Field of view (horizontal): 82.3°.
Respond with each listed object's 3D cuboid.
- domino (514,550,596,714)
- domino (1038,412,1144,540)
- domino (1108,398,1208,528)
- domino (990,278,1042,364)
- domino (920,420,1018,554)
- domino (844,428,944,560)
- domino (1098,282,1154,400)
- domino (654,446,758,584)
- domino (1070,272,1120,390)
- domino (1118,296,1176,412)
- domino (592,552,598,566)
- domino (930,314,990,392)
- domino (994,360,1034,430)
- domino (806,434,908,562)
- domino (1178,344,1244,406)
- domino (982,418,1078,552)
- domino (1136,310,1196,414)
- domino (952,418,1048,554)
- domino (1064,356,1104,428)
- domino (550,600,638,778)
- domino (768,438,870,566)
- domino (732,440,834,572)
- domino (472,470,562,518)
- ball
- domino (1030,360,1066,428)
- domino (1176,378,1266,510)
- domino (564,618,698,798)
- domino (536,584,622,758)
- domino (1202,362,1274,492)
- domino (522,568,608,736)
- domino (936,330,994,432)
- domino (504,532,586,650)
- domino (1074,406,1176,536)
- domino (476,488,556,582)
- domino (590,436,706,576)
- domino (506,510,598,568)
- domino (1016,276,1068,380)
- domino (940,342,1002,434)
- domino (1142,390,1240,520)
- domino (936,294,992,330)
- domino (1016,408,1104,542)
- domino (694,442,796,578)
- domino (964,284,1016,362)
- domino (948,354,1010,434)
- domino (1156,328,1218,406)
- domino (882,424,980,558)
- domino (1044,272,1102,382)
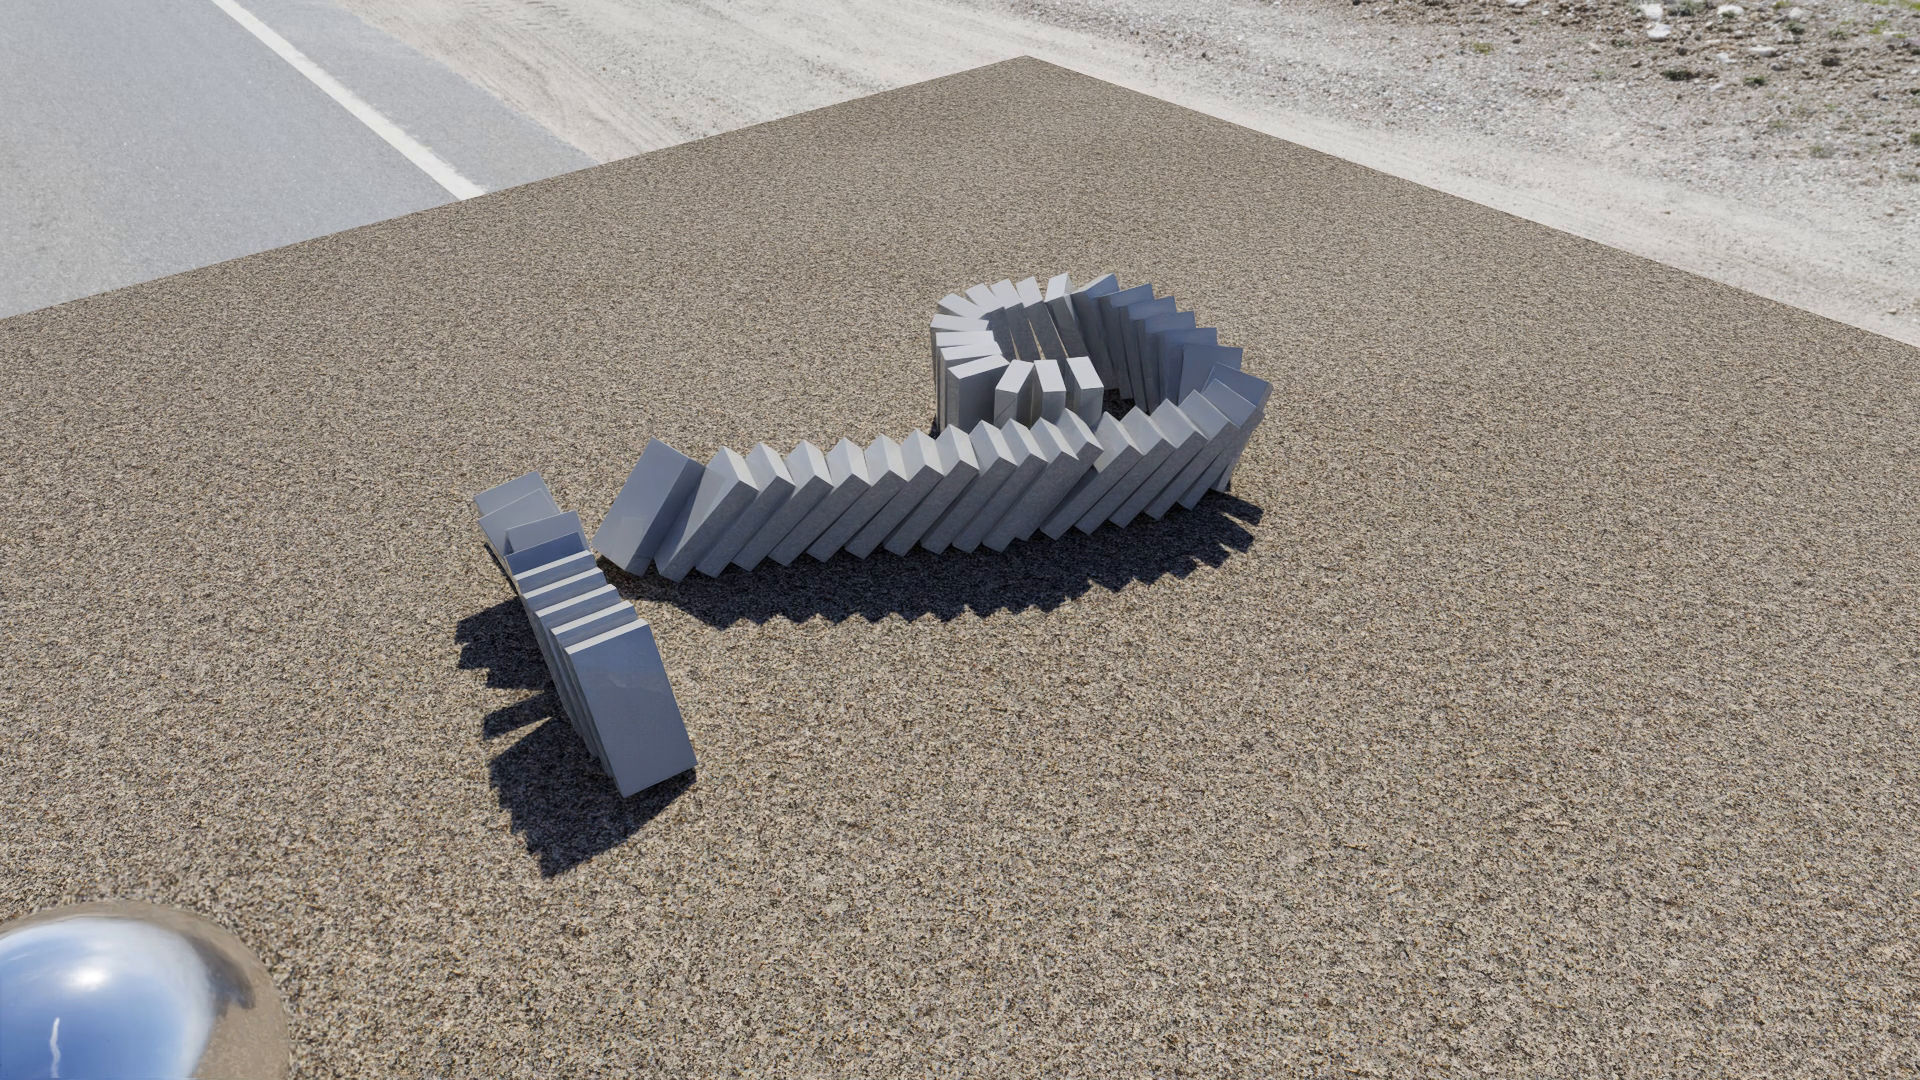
[{"bbox_3d":[-0.130,0.032,0.374,0.025,0.050,0.009,-22,17,-25],"label":"domino"},{"bbox_3d":[0.049,-0.026,0.449,0.010,0.050,0.025,31,22,-36],"label":"domino"},{"bbox_3d":[0.077,-0.032,0.455,0.009,0.050,0.025,28,22,-38],"label":"domino"},{"bbox_3d":[0.029,-0.098,0.531,0.010,0.050,0.025,-23,41,2],"label":"domino"},{"bbox_3d":[0.000,-0.021,0.440,0.010,0.050,0.025,24,29,-35],"label":"domino"},{"bbox_3d":[-0.028,-0.018,0.439,0.010,0.050,0.025,30,27,-31],"label":"domino"},{"bbox_3d":[0.085,-0.096,0.530,0.025,0.050,0.009,-21,13,-24],"label":"domino"},{"bbox_3d":[-0.101,-0.010,0.431,0.050,0.009,0.025,-47,43,12],"label":"domino"},{"bbox_3d":[0.073,-0.102,0.537,0.009,0.050,0.025,-2,28,47],"label":"domino"},{"bbox_3d":[0.093,-0.088,0.521,0.025,0.050,0.010,-14,9,-17],"label":"domino"},{"bbox_3d":[-0.168,0.001,0.442,0.025,0.009,0.050,-26,46,-28],"label":"domino"},{"bbox_3d":[0.001,-0.080,0.508,0.025,0.050,0.009,10,51,12],"label":"domino"},{"bbox_3d":[0.023,-0.049,0.471,0.009,0.050,0.025,13,41,14],"label":"domino"},{"bbox_3d":[-0.043,-0.016,0.437,0.010,0.050,0.025,33,26,-33],"label":"domino"},{"bbox_3d":[0.110,-0.061,0.489,0.025,0.050,0.010,7,4,8],"label":"domino"},{"bbox_3d":[0.024,-0.022,0.442,0.009,0.050,0.025,24,26,-34],"label":"domino"},{"bbox_3d":[0.099,-0.079,0.511,0.025,0.050,0.009,-10,5,-12],"label":"domino"},{"bbox_3d":[0.012,-0.021,0.441,0.010,0.050,0.025,24,27,-35],"label":"domino"},{"bbox_3d":[0.052,-0.050,0.473,0.009,0.050,0.025,-6,40,-8],"label":"domino"},{"bbox_3d":[-0.110,0.048,0.354,0.025,0.050,0.010,-22,17,-25],"label":"domino"},{"bbox_3d":[-0.057,-0.015,0.436,0.050,0.009,0.025,-42,37,19],"label":"domino"},{"bbox_3d":[-0.072,-0.014,0.435,0.050,0.009,0.025,-44,39,16],"label":"domino"},{"bbox_3d":[-0.161,0.001,0.417,0.025,0.009,0.050,-29,88,-28],"label":"domino"},{"bbox_3d":[-0.193,0.121,0.241,0.080,0.080,0.080,0,39,0],"label":"ball"},{"bbox_3d":[0.037,-0.049,0.471,0.010,0.050,0.025,-3,39,-5],"label":"domino"},{"bbox_3d":[0.103,-0.040,0.465,0.009,0.050,0.025,22,19,-48],"label":"domino"},{"bbox_3d":[-0.103,0.053,0.348,0.025,0.050,0.010,-22,17,-25],"label":"domino"},{"bbox_3d":[-0.117,0.043,0.360,0.025,0.050,0.010,-22,17,-25],"label":"domino"},{"bbox_3d":[0.112,-0.048,0.475,0.025,0.050,0.010,29,7,30],"label":"domino"},{"bbox_3d":[-0.124,0.037,0.367,0.025,0.050,0.010,-22,17,-25],"label":"domino"},{"bbox_3d":[0.002,-0.071,0.497,0.025,0.050,0.009,-3,47,-4],"label":"domino"},{"bbox_3d":[-0.137,0.025,0.385,0.025,0.050,0.009,-22,7,-25],"label":"domino"},{"bbox_3d":[0.063,-0.029,0.452,0.010,0.050,0.025,30,21,-38],"label":"domino"},{"bbox_3d":[-0.154,0.009,0.408,0.025,0.010,0.050,-33,90,-28],"label":"domino"},{"bbox_3d":[-0.124,-0.013,0.435,0.025,0.009,0.050,28,87,34],"label":"domino"},{"bbox_3d":[-0.143,0.017,0.398,0.025,0.010,0.050,-19,84,-25],"label":"domino"},{"bbox_3d":[0.042,-0.100,0.534,0.009,0.050,0.025,-22,39,9],"label":"domino"},{"bbox_3d":[0.004,-0.062,0.487,0.025,0.050,0.009,-9,43,-10],"label":"domino"},{"bbox_3d":[0.090,-0.035,0.459,0.009,0.050,0.025,25,22,-43],"label":"domino"},{"bbox_3d":[0.005,-0.090,0.520,0.009,0.050,0.025,-38,52,-22],"label":"domino"},{"bbox_3d":[0.035,-0.026,0.448,0.010,0.050,0.025,24,26,-34],"label":"domino"},{"bbox_3d":[-0.088,-0.012,0.433,0.050,0.009,0.025,-47,43,12],"label":"domino"},{"bbox_3d":[0.017,-0.095,0.526,0.010,0.050,0.025,-26,44,-8],"label":"domino"},{"bbox_3d":[0.008,-0.054,0.477,0.025,0.050,0.009,-20,44,-23],"label":"domino"},{"bbox_3d":[0.105,-0.070,0.501,0.025,0.050,0.010,-4,2,-5],"label":"domino"},{"bbox_3d":[-0.014,-0.020,0.439,0.010,0.050,0.025,27,29,-30],"label":"domino"},{"bbox_3d":[0.056,-0.102,0.536,0.010,0.050,0.025,-15,34,22],"label":"domino"}]
